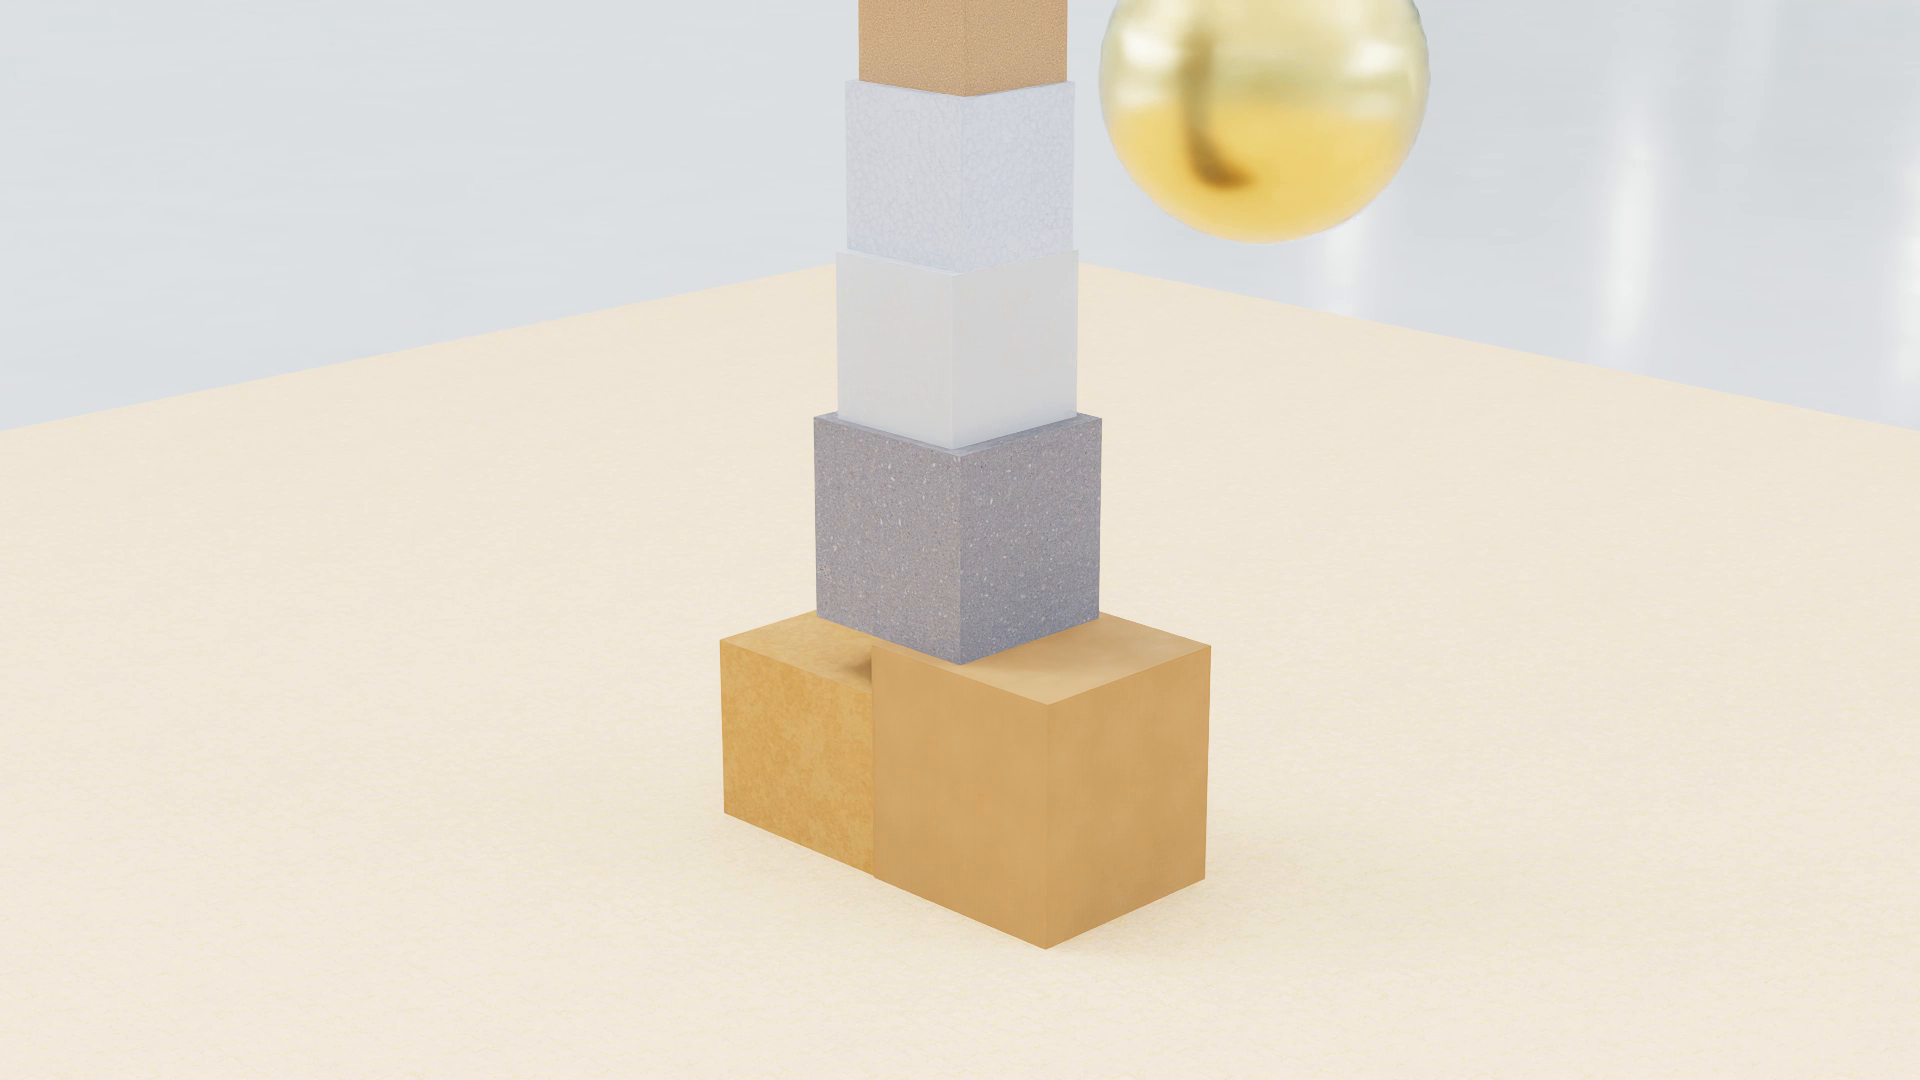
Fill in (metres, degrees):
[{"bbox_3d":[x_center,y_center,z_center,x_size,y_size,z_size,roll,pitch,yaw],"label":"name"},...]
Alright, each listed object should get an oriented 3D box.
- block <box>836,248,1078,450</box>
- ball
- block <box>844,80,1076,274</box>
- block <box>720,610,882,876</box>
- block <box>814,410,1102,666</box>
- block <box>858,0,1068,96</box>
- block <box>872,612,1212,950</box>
[{"bbox_3d":[-0.011,-0.914,13.042,0.786,0.764,0.729,-17,24,-42],"label":"block"},{"bbox_3d":[1.467,-2.233,14.177,1.600,1.600,1.600,0,17,0],"label":"ball"},{"bbox_3d":[0.000,-1.636,12.827,0.695,0.742,0.717,-17,24,-42],"label":"block"},{"bbox_3d":[-0.385,0.892,14.028,1.078,0.887,1.055,-17,24,-42],"label":"block"},{"bbox_3d":[-0.010,-0.098,13.300,0.900,0.949,0.933,-17,24,-42],"label":"block"},{"bbox_3d":[0.013,-2.318,12.626,0.631,0.680,0.646,-17,24,-42],"label":"block"},{"bbox_3d":[0.363,1.008,13.250,1.062,1.131,1.082,-17,24,-42],"label":"block"}]
